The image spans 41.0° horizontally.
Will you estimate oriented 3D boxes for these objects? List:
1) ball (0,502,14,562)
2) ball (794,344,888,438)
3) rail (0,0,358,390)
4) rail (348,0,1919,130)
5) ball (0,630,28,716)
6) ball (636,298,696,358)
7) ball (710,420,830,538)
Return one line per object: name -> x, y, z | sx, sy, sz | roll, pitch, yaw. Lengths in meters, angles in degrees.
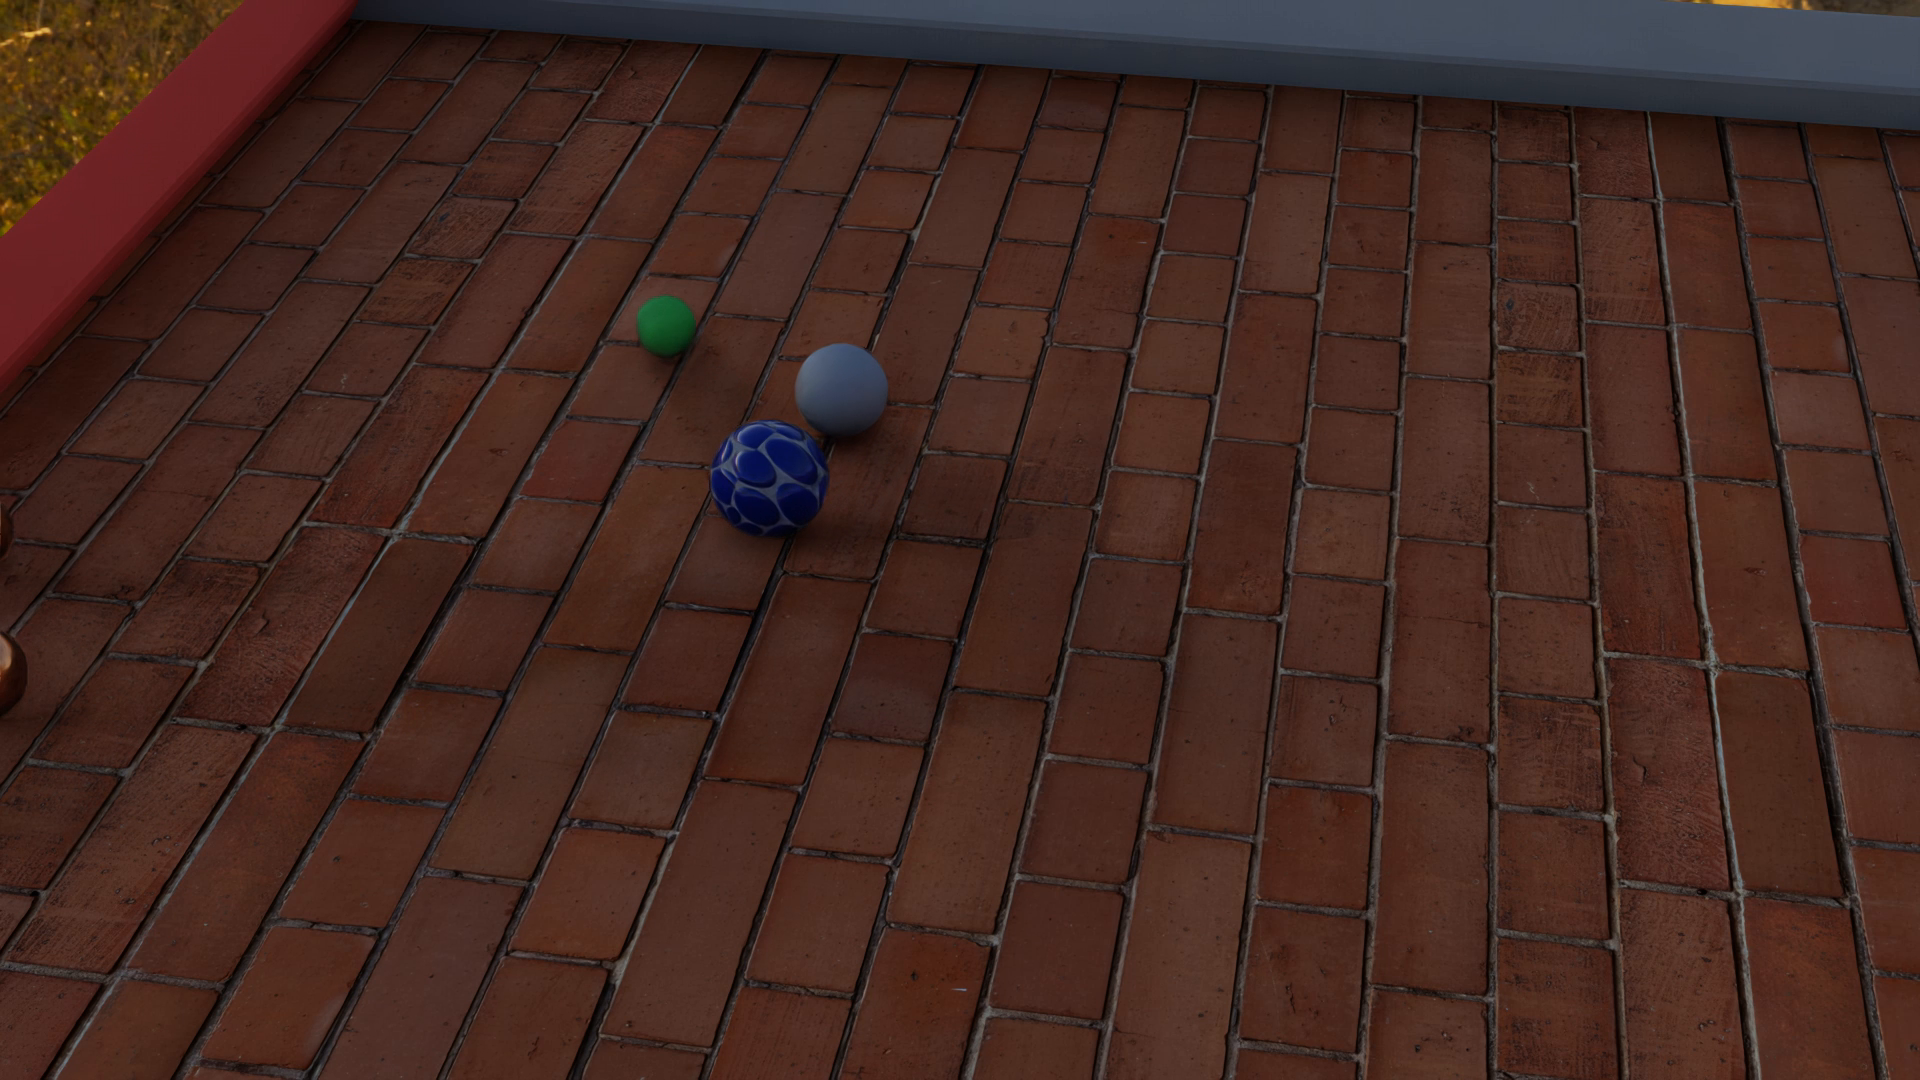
ball -> -0.752, -0.006, 1.946 | 0.065, 0.065, 0.065 | 0, 34, 0
ball -> -0.098, -0.122, 2.106 | 0.077, 0.077, 0.077 | 0, 34, 0
rail -> -0.815, -0.098, 2.032 | 0.045, 0.119, 1.893 | 6, 35, 8
rail -> 0.996, -0.450, 2.546 | 3.405, 0.119, 0.045 | 6, 35, 8
ball -> -0.689, 0.093, 1.798 | 0.069, 0.069, 0.069 | 0, 34, 0
ball -> -0.254, -0.183, 2.217 | 0.051, 0.051, 0.051 | 0, 34, 0
ball -> -0.147, -0.048, 1.984 | 0.091, 0.091, 0.091 | 0, 34, 0
